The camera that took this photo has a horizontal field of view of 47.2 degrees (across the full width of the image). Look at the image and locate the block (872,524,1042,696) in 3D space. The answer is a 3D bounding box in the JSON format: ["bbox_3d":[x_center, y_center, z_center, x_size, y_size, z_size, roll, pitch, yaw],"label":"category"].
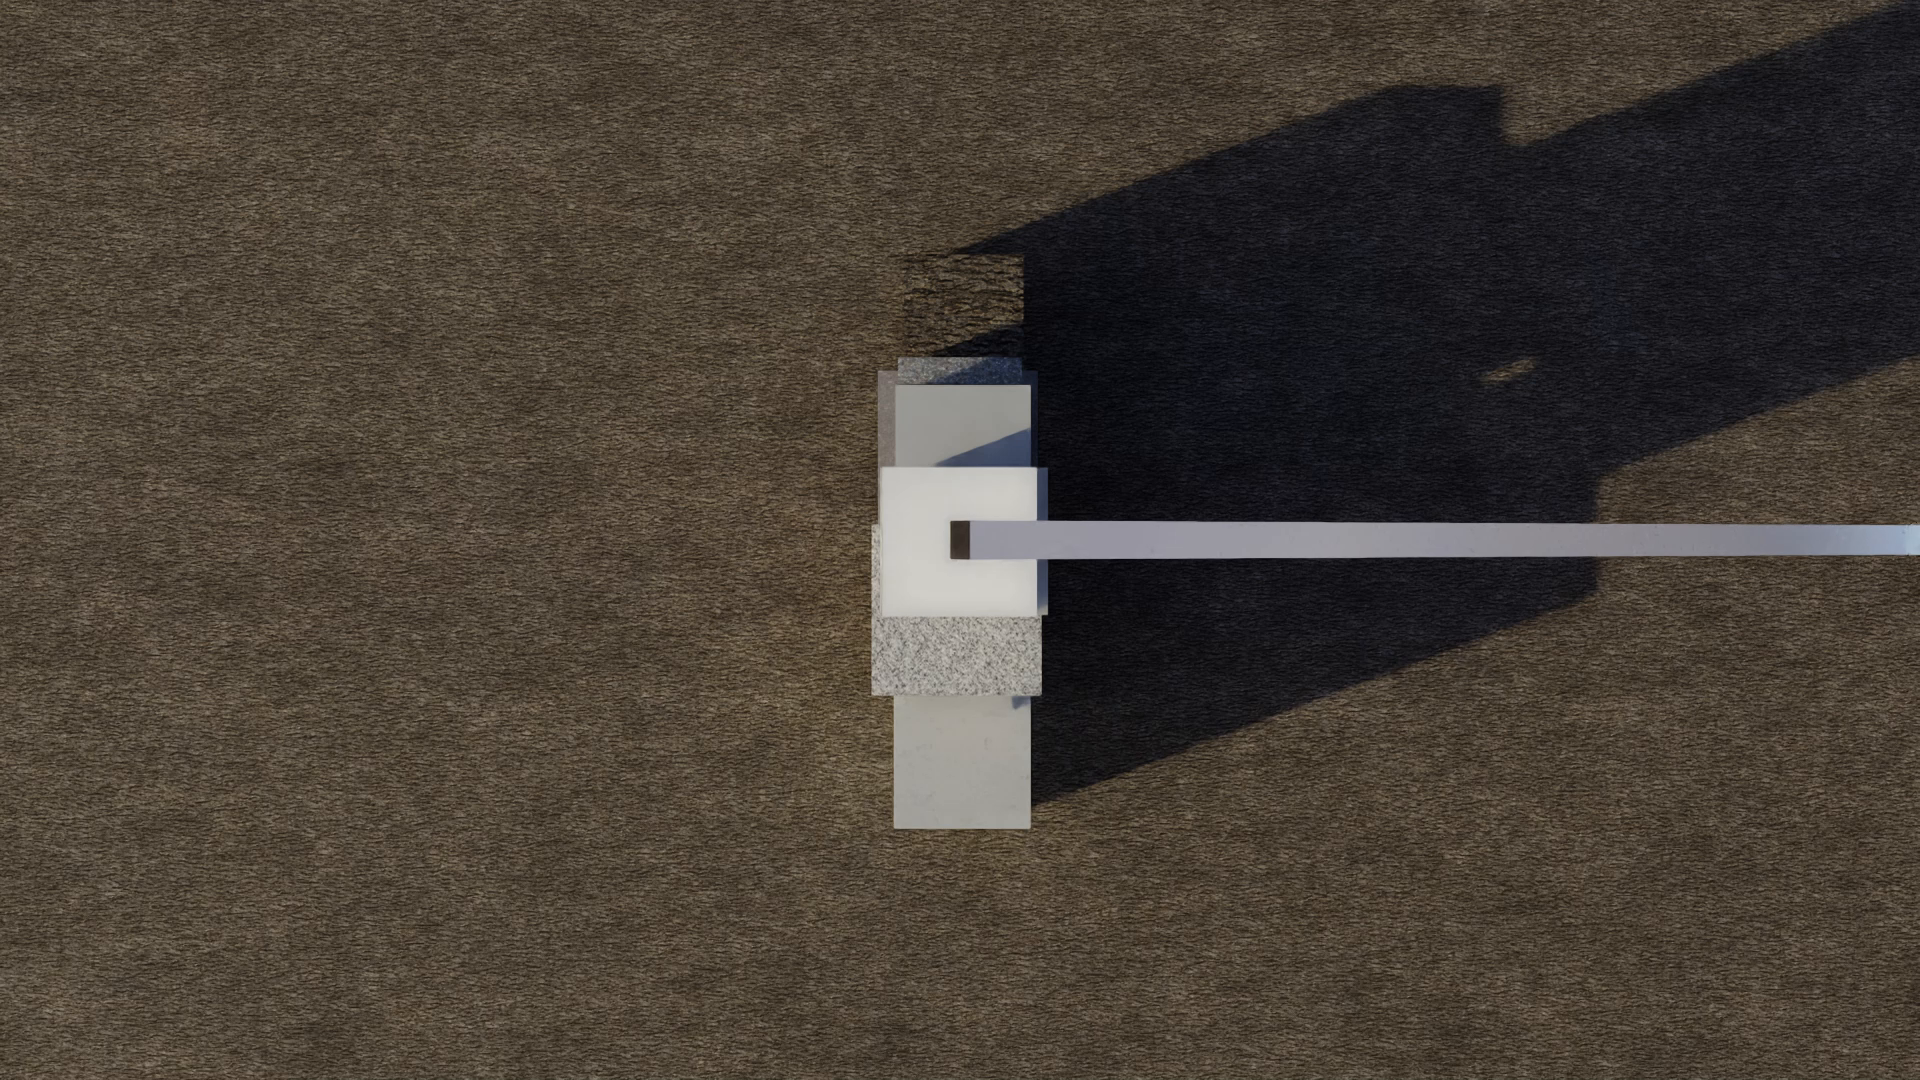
[{"bbox_3d":[-0.017,0.344,11.159,0.834,0.697,0.844,0,90,0],"label":"block"}]

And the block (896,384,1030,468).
[{"bbox_3d":[0.015,-0.427,11.141,0.667,0.603,0.674,0,90,0],"label":"block"}]

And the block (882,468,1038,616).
[{"bbox_3d":[-0.001,0.006,9.178,0.623,0.641,0.601,0,90,0],"label":"block"}]

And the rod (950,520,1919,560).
[{"bbox_3d":[2.234,0.000,5.845,5.200,0.080,0.080,0,90,-31],"label":"rod"}]

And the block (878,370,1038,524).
[{"bbox_3d":[-0.011,-0.450,12.547,0.879,0.905,0.963,0,90,0],"label":"block"}]

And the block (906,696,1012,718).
[{"bbox_3d":[-0.006,0.661,11.910,0.562,0.532,0.567,0,89,0],"label":"block"}]

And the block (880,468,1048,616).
[{"bbox_3d":[0.018,0.005,9.788,0.723,0.581,0.637,0,90,0],"label":"block"}]

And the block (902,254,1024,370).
[{"bbox_3d":[0.017,-1.269,12.650,0.675,0.700,0.656,0,90,0],"label":"block"}]

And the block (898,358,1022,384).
[{"bbox_3d":[-0.001,-0.616,11.769,0.641,0.652,0.666,0,90,0],"label":"block"}]

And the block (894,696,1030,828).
[{"bbox_3d":[0.013,1.198,12.587,0.756,0.826,0.799,0,90,0],"label":"block"}]
